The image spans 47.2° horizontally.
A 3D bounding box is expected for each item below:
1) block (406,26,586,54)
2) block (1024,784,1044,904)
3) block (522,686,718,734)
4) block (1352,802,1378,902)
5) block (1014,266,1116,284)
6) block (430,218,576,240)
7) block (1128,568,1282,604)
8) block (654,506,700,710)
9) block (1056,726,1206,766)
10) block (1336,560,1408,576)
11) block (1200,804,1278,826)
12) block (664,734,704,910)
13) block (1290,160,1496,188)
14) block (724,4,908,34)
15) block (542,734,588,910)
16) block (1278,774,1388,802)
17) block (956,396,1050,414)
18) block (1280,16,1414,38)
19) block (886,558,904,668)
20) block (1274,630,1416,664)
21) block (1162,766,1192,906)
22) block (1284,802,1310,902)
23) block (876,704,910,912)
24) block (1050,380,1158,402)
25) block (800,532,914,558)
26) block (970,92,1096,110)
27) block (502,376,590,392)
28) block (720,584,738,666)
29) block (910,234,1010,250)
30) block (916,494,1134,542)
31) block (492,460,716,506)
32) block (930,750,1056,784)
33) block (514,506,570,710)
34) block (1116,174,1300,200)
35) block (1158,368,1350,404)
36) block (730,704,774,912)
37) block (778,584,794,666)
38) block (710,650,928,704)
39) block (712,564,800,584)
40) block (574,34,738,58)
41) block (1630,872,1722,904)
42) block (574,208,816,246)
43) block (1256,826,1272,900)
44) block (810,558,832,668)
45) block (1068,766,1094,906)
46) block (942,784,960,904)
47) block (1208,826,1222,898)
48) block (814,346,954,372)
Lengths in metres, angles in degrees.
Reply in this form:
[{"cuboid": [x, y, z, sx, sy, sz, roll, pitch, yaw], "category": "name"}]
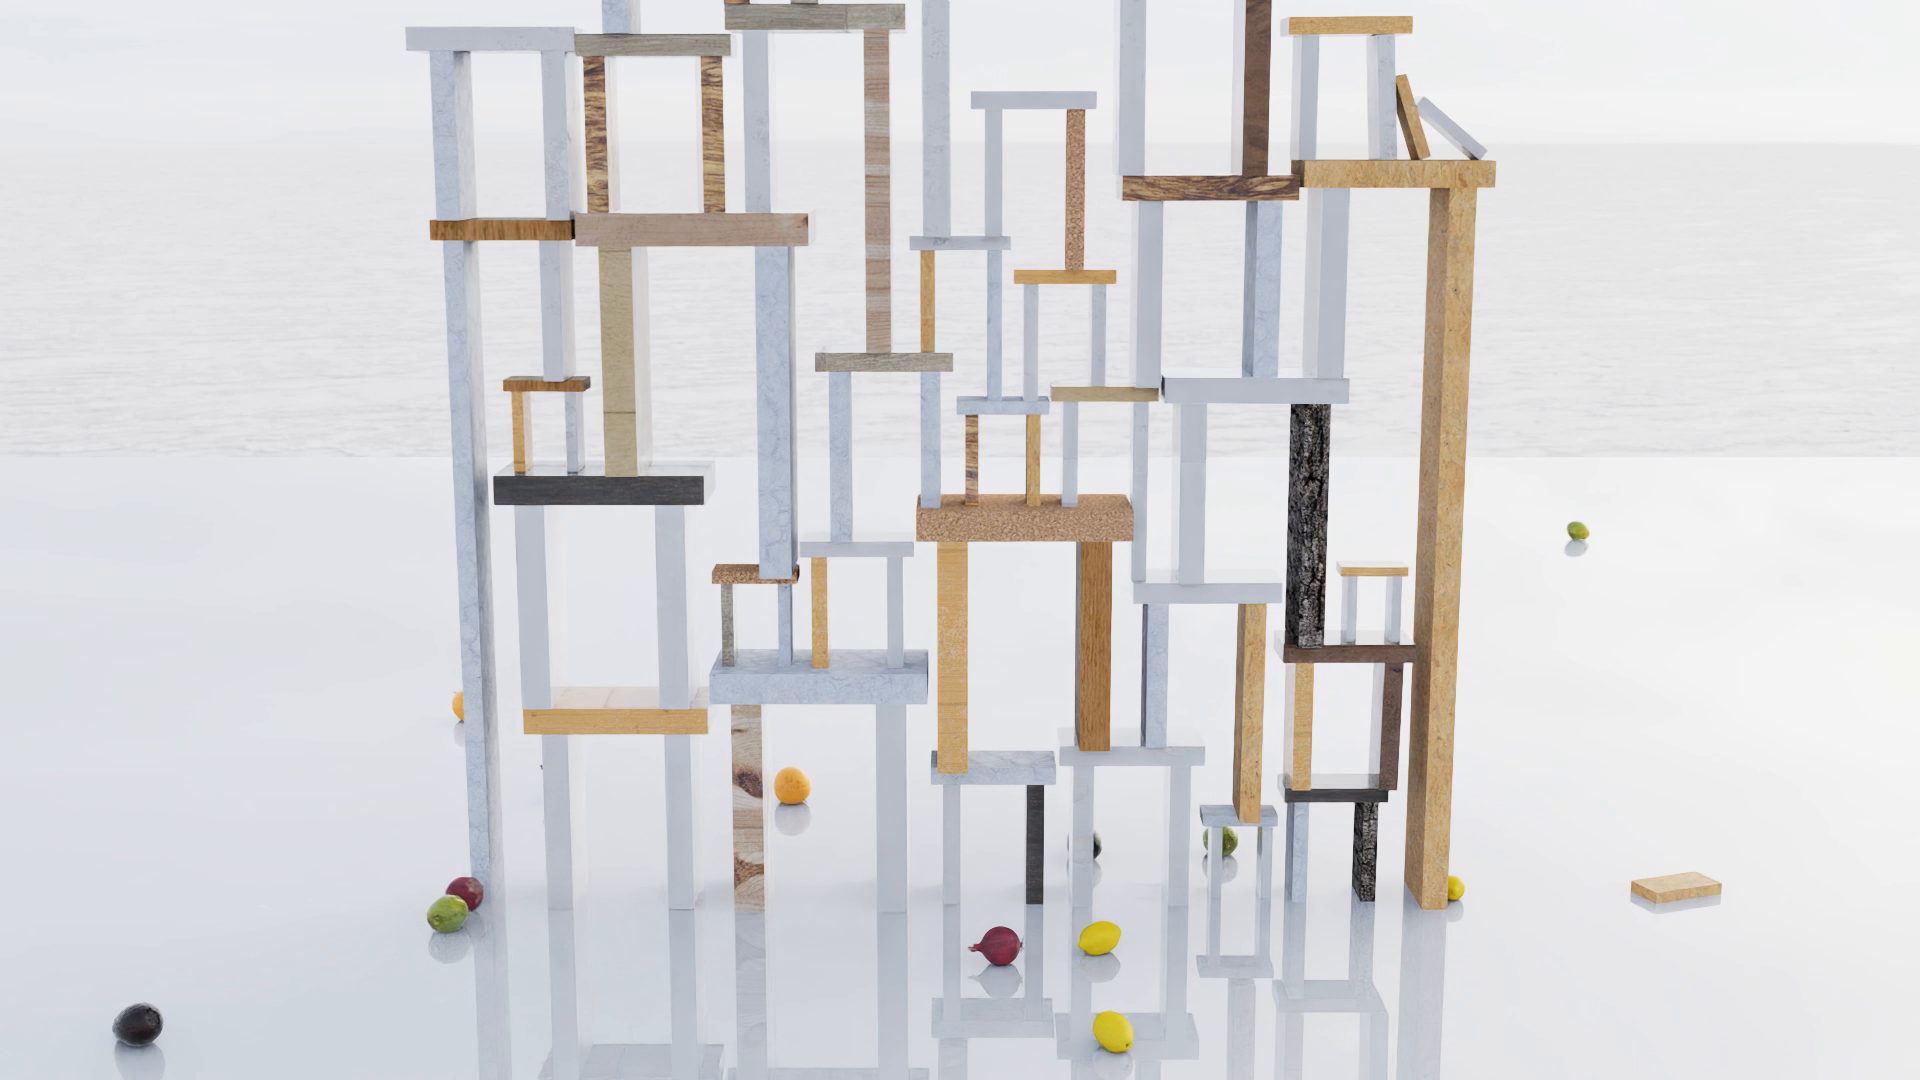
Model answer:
[{"cuboid": [-0.718, -0.777, 3.419, 0.256, 0.036, 0.128, 0, 11, -1], "category": "block"}, {"cuboid": [0.123, 0.490, 3.649, 0.029, 0.204, 0.102, 0, 11, 0], "category": "block"}, {"cuboid": [-0.554, 0.279, 3.607, 0.296, 0.042, 0.148, 0, 11, 0], "category": "block"}, {"cuboid": [0.674, 0.506, 3.657, 0.024, 0.170, 0.085, 0, 11, 0], "category": "block"}, {"cuboid": [0.165, -0.419, 3.482, 0.160, 0.023, 0.080, 0, 11, 0], "category": "block"}, {"cuboid": [-0.714, -0.492, 3.473, 0.220, 0.031, 0.110, 0, 11, 0], "category": "block"}, {"cuboid": [0.396, 0.074, 3.568, 0.238, 0.034, 0.119, 0, 11, 1], "category": "block"}, {"cuboid": [-0.459, 0.094, 3.581, 0.047, 0.332, 0.166, 0, 11, 0], "category": "block"}, {"cuboid": [0.280, 0.340, 3.627, 0.237, 0.034, 0.118, 0, 11, 0], "category": "block"}, {"cuboid": [0.668, 0.046, 3.565, 0.108, 0.015, 0.054, 0, 10, 1], "category": "block"}, {"cuboid": [0.463, 0.458, 3.655, 0.123, 0.017, 0.062, 0, 11, 1], "category": "block"}, {"cuboid": [-0.455, 0.445, 3.638, 0.042, 0.296, 0.148, 0, 10, 0], "category": "block"}, {"cuboid": [0.676, -0.575, 3.449, 0.293, 0.042, 0.147, 0, 11, 0], "category": "block"}, {"cuboid": [-0.221, -0.809, 3.413, 0.275, 0.039, 0.138, 0, 11, 0], "category": "block"}, {"cuboid": [-0.653, 0.445, 3.638, 0.042, 0.296, 0.148, 0, 11, 0], "category": "block"}, {"cuboid": [0.616, 0.410, 3.639, 0.170, 0.024, 0.085, 0, 10, 0], "category": "block"}, {"cuboid": [0.068, -0.216, 3.517, 0.148, 0.021, 0.074, 0, 11, 0], "category": "block"}, {"cuboid": [0.599, -0.797, 3.416, 0.190, 0.027, 0.095, -1, 11, 0], "category": "block"}, {"cuboid": [-0.104, 0.109, 3.580, 0.026, 0.183, 0.091, 0, 11, 0], "category": "block"}, {"cuboid": [0.627, 0.174, 3.595, 0.213, 0.030, 0.107, 0, 10, 0], "category": "block"}, {"cuboid": [0.359, 0.473, 3.651, 0.034, 0.237, 0.118, 0, 11, 0], "category": "block"}, {"cuboid": [0.560, 0.506, 3.657, 0.024, 0.170, 0.085, 0, 11, 0], "category": "block"}, {"cuboid": [-0.111, 0.418, 3.639, 0.049, 0.348, 0.174, 0, 11, 0], "category": "block"}, {"cuboid": [0.230, -0.238, 3.511, 0.169, 0.024, 0.085, 0, 11, 1], "category": "block"}, {"cuboid": [-0.165, 0.007, 3.560, 0.183, 0.026, 0.091, 0, 11, 0], "category": "block"}, {"cuboid": [0.115, -0.684, 3.424, 0.194, 0.027, 0.097, 0, 11, 3], "category": "block"}, {"cuboid": [-0.659, -0.249, 3.512, 0.128, 0.018, 0.064, 0, 11, 1], "category": "block"}, {"cuboid": [-0.375, 0.132, 3.585, 0.019, 0.137, 0.068, 0, 11, 0], "category": "block"}, {"cuboid": [0.000, -0.472, 3.476, 0.158, 0.022, 0.079, 0, 11, 0], "category": "block"}, {"cuboid": [0.102, -0.037, 3.553, 0.343, 0.049, 0.171, 0, 11, 0], "category": "block"}, {"cuboid": [-0.569, -0.093, 3.547, 0.332, 0.047, 0.166, 0, 11, 0], "category": "block"}, {"cuboid": [0.054, 0.375, 3.628, 0.204, 0.029, 0.102, 0, 11, 0], "category": "block"}, {"cuboid": [-0.680, 0.094, 3.581, 0.047, 0.332, 0.166, 0, 11, 0], "category": "block"}, {"cuboid": [0.387, -0.555, 3.459, 0.274, 0.039, 0.137, 0, 11, 0], "category": "block"}, {"cuboid": [0.464, -0.247, 3.512, 0.289, 0.041, 0.144, 0, 11, 0], "category": "block"}, {"cuboid": [-0.343, 0.418, 3.639, 0.049, 0.348, 0.174, 0, 11, 0], "category": "block"}, {"cuboid": [-0.284, 0.132, 3.584, 0.019, 0.137, 0.068, 0, 11, 0], "category": "block"}, {"cuboid": [-0.227, 0.223, 3.603, 0.348, 0.049, 0.174, 0, 11, 0], "category": "block"}, {"cuboid": [-0.331, 0.055, 3.570, 0.137, 0.019, 0.068, 0, 11, 0], "category": "block"}, {"cuboid": [-0.470, -0.767, 3.416, 0.237, 0.034, 0.118, 0, 11, -1], "category": "block"}, {"cuboid": [1.196, 0.580, 3.672, 0.132, 0.019, 0.066, -4, 11, -21], "category": "block"}, {"cuboid": [-0.412, -0.494, 3.471, 0.359, 0.051, 0.180, 0, 11, 0], "category": "block"}, {"cuboid": [0.507, 0.528, 3.661, 0.017, 0.123, 0.062, 0, 11, 0], "category": "block"}, {"cuboid": [-0.226, 0.109, 3.580, 0.026, 0.183, 0.091, 0, 11, 0], "category": "block"}, {"cuboid": [0.201, 0.473, 3.651, 0.034, 0.237, 0.118, 0, 11, 0], "category": "block"}, {"cuboid": [-0.014, 0.490, 3.650, 0.029, 0.204, 0.102, 0, 11, 0], "category": "block"}, {"cuboid": [0.424, 0.528, 3.663, 0.017, 0.123, 0.062, 0, 11, 1], "category": "block"}, {"cuboid": [-0.119, -0.289, 3.506, 0.217, 0.031, 0.108, 0, 11, 0], "category": "block"}]
